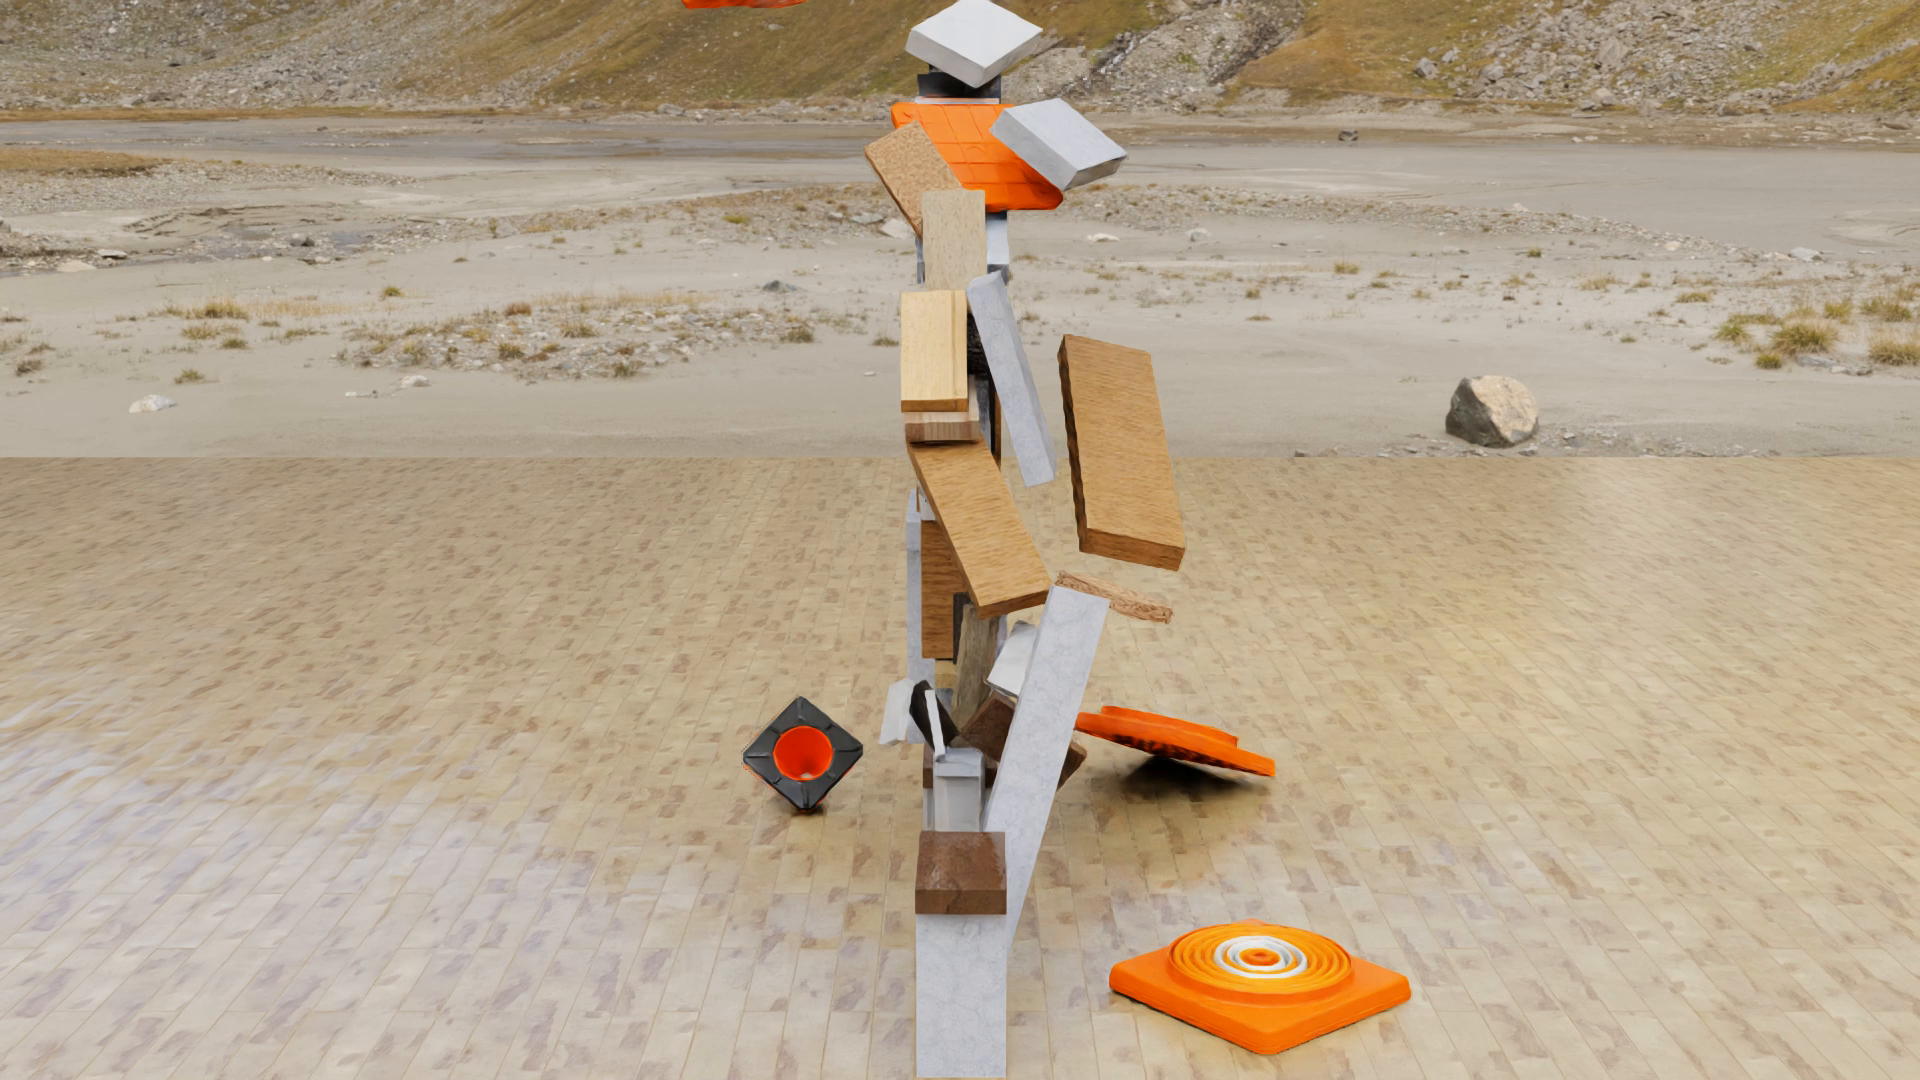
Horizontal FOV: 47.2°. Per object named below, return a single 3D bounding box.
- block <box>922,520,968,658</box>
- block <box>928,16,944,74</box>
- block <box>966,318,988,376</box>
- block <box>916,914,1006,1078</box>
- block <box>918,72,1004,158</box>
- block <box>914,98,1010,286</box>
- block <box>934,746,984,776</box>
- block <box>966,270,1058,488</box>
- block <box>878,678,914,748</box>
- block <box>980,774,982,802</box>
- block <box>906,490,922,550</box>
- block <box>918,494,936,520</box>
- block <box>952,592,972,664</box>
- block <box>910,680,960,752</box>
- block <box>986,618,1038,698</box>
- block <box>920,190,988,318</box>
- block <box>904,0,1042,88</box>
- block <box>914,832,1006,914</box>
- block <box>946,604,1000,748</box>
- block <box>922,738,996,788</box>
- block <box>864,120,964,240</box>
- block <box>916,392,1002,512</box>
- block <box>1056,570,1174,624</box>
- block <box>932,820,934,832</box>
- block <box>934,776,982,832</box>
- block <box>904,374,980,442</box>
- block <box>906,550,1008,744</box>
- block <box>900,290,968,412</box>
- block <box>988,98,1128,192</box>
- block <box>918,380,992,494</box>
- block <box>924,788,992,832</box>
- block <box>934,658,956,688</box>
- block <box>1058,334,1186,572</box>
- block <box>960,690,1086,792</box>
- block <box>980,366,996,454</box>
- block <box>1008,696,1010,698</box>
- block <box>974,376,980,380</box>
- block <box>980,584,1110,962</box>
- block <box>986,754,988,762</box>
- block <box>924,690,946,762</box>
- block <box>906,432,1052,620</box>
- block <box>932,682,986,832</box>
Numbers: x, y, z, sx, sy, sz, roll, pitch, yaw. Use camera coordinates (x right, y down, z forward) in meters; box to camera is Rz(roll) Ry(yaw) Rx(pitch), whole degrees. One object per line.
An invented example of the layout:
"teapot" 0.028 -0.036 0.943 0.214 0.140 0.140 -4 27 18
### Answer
"block" -0.005 0.072 3.381 0.109 0.219 0.031 0 7 -1
"block" 0.003 -0.880 4.110 0.123 0.246 0.035 0 -33 -2
"block" -0.007 -0.340 3.532 0.114 0.032 0.229 3 36 3
"block" 0.002 0.601 2.952 0.120 0.240 0.034 0 11 0
"block" 0.002 -0.695 3.995 0.151 0.302 0.043 -1 -5 -1
"block" 0.000 -0.606 3.780 0.151 0.043 0.501 1 43 -2
"block" 0.001 0.325 3.292 0.067 0.019 0.134 1 10 4
"block" 0.083 -0.253 3.424 0.045 0.318 0.159 -16 11 8
"block" -0.095 0.258 3.284 0.014 0.097 0.049 23 -28 -28
"block" -0.002 0.397 3.357 0.067 0.144 0.019 0 19 0
"block" -0.004 -0.037 3.787 0.169 0.048 0.337 0 11 0
"block" -0.008 -0.065 3.434 0.109 0.031 0.219 -1 10 -2
"block" 0.017 0.136 3.342 0.054 0.109 0.015 3 10 16
"block" -0.045 0.263 3.286 0.049 0.097 0.014 -42 -17 31
"block" 0.086 0.174 3.218 0.054 0.109 0.015 25 -24 7
"block" -0.008 -0.457 3.522 0.101 0.203 0.029 -2 -7 -3
"block" 0.028 -0.912 4.008 0.151 0.043 0.301 30 33 8
"block" 0.002 0.452 3.001 0.120 0.034 0.240 0 11 1
"block" 0.021 0.203 3.279 0.054 0.224 0.015 -2 19 -28
"block" 0.000 0.353 3.576 0.117 0.033 0.233 0 11 0
"block" -0.064 -0.583 3.593 0.101 0.203 0.029 -30 -21 -7
"block" -0.002 -0.193 3.715 0.143 0.286 0.041 0 10 0
"block" 0.232 0.086 3.316 0.085 0.024 0.170 10 9 -41
"block" -0.007 0.469 3.425 0.076 0.021 0.151 0 11 0
"block" -0.003 0.406 3.277 0.067 0.134 0.019 1 17 6
"block" -0.032 -0.223 3.422 0.113 0.032 0.225 -2 32 -2
"block" -0.004 0.173 3.710 0.169 0.338 0.048 0 10 0
"block" -0.040 -0.294 3.409 0.101 0.029 0.235 -1 50 0
"block" 0.171 -0.673 3.726 0.159 0.045 0.318 40 23 6
"block" -0.009 -0.162 3.438 0.113 0.032 0.225 0 46 -1
"block" 0.000 0.498 3.524 0.117 0.233 0.033 0 10 0
"block" 0.002 0.196 3.382 0.081 0.023 0.162 0 11 0
"block" 0.263 -0.159 3.678 0.159 0.045 0.634 12 33 -9
"block" 0.095 0.303 3.273 0.170 0.085 0.024 34 21 -14
"block" 0.001 -0.258 3.634 0.114 0.229 0.032 0 10 0
"block" 0.032 -0.078 4.268 0.099 0.909 0.028 -2 7 -2
"block" -0.017 -0.191 3.512 0.114 0.032 0.257 -4 48 -4
"block" 0.089 0.371 3.161 0.085 0.617 0.024 15 3 -12
"block" 0.002 0.273 3.470 0.081 0.162 0.023 0 22 2
"block" -0.035 0.272 3.225 0.014 0.097 0.049 -10 -16 -1
"block" 0.027 -0.034 3.278 0.112 0.032 0.350 -14 51 -12
"block" -0.001 0.337 3.385 0.081 0.256 0.023 0 24 0
